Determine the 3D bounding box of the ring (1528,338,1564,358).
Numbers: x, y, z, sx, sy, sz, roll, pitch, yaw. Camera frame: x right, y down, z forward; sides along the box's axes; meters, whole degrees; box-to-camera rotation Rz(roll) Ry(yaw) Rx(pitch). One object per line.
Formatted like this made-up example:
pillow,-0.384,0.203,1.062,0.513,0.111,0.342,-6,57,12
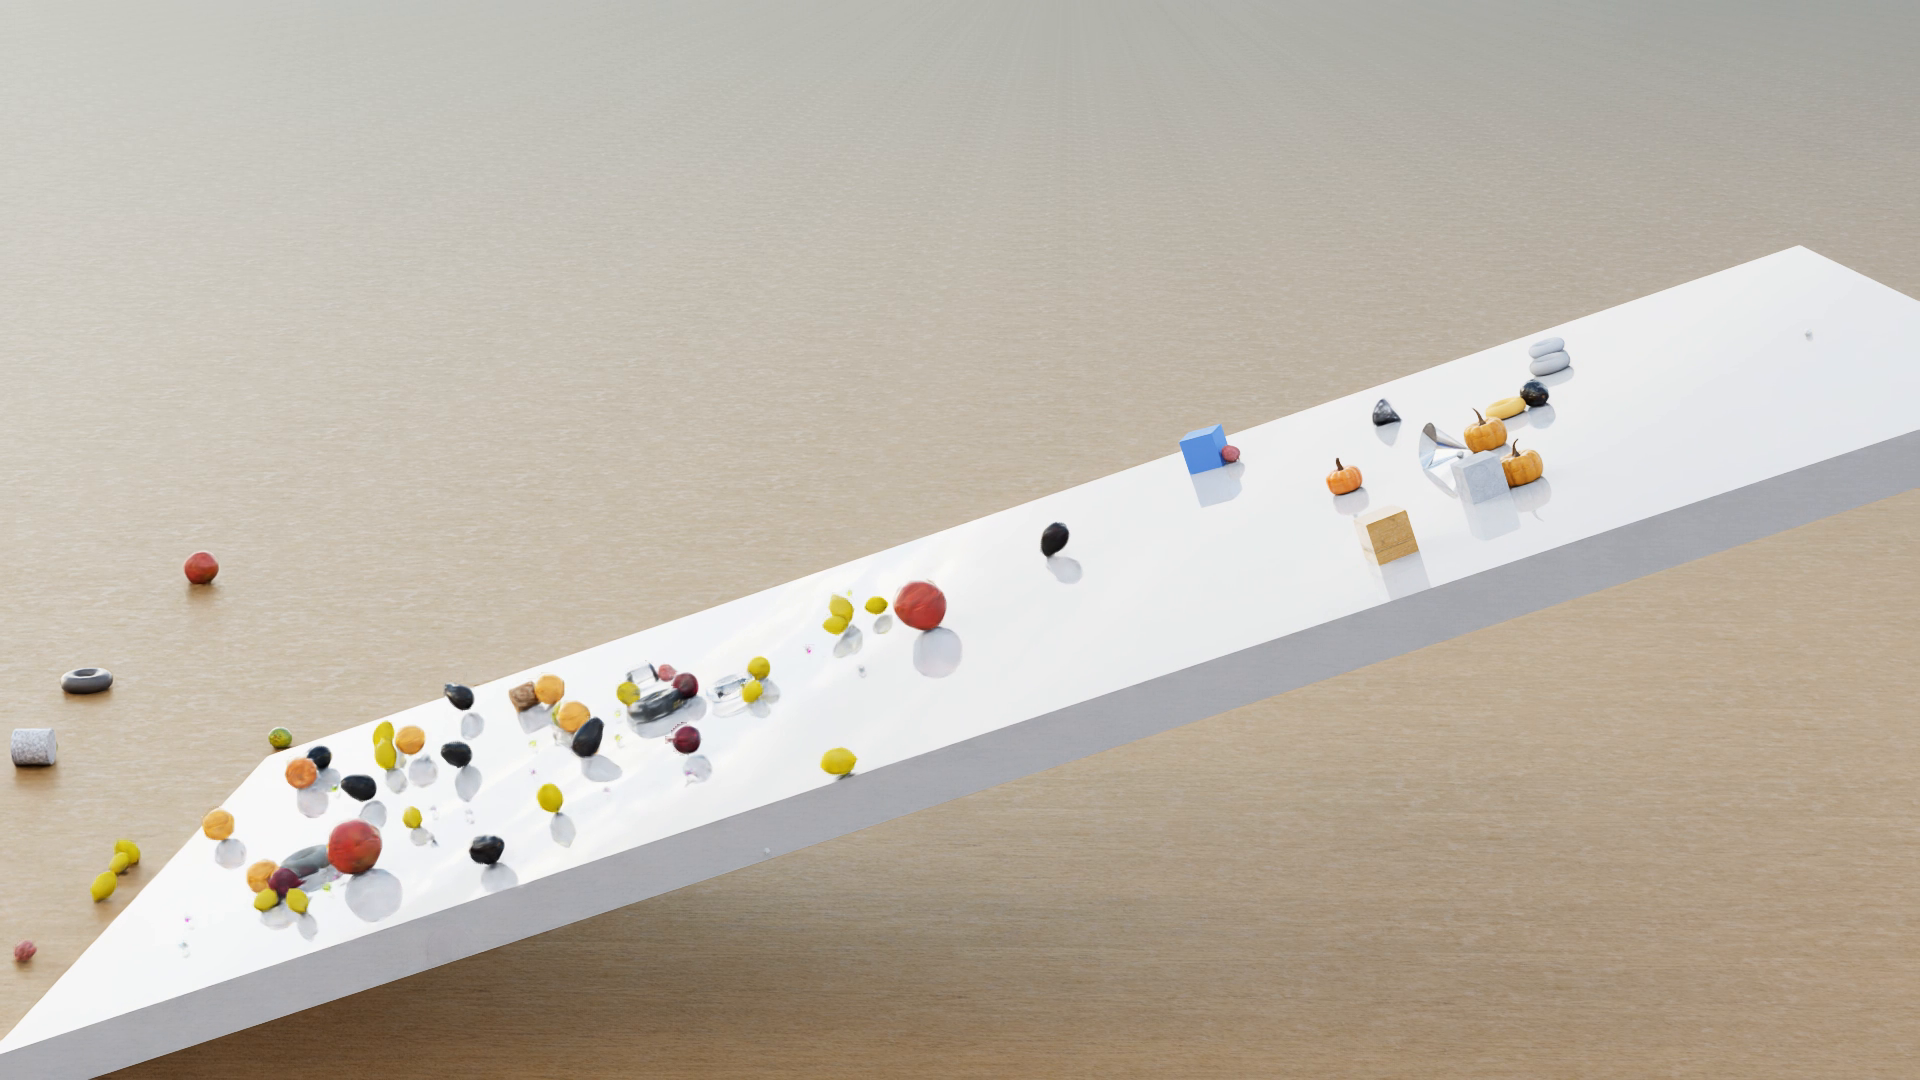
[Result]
ring,1.365,-0.447,6.844,0.086,0.029,0.086,-20,12,4

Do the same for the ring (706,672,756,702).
ring,-0.492,0.316,6.321,0.111,0.037,0.111,-18,11,4

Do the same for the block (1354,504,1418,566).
block,0.802,-0.010,5.541,0.082,0.082,0.082,-21,11,-6

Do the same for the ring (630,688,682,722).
ring,-0.660,0.358,6.393,0.123,0.041,0.123,-20,10,4

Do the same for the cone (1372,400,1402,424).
cone,0.983,-0.283,6.709,0.061,0.061,0.061,22,23,33

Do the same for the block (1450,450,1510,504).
block,1.014,-0.122,5.737,0.077,0.077,0.077,-21,11,-6

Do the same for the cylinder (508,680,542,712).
cylinder,-1.026,0.368,6.931,0.059,0.059,0.059,-24,20,-20

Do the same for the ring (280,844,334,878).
ring,-1.353,0.667,6.098,0.115,0.038,0.115,-18,12,4

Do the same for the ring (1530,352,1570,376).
ring,1.334,-0.398,6.653,0.094,0.031,0.094,-19,12,4

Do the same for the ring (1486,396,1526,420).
ring,1.180,-0.284,6.365,0.092,0.031,0.092,-19,10,3

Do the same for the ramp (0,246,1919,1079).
ramp,0.109,0.179,6.303,4.000,0.100,2.000,-18,11,6

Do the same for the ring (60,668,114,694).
ring,-2.514,0.405,8.468,0.148,0.049,0.148,-1,13,0

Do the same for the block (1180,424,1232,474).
block,0.578,-0.213,6.922,0.084,0.084,0.084,-14,12,25
